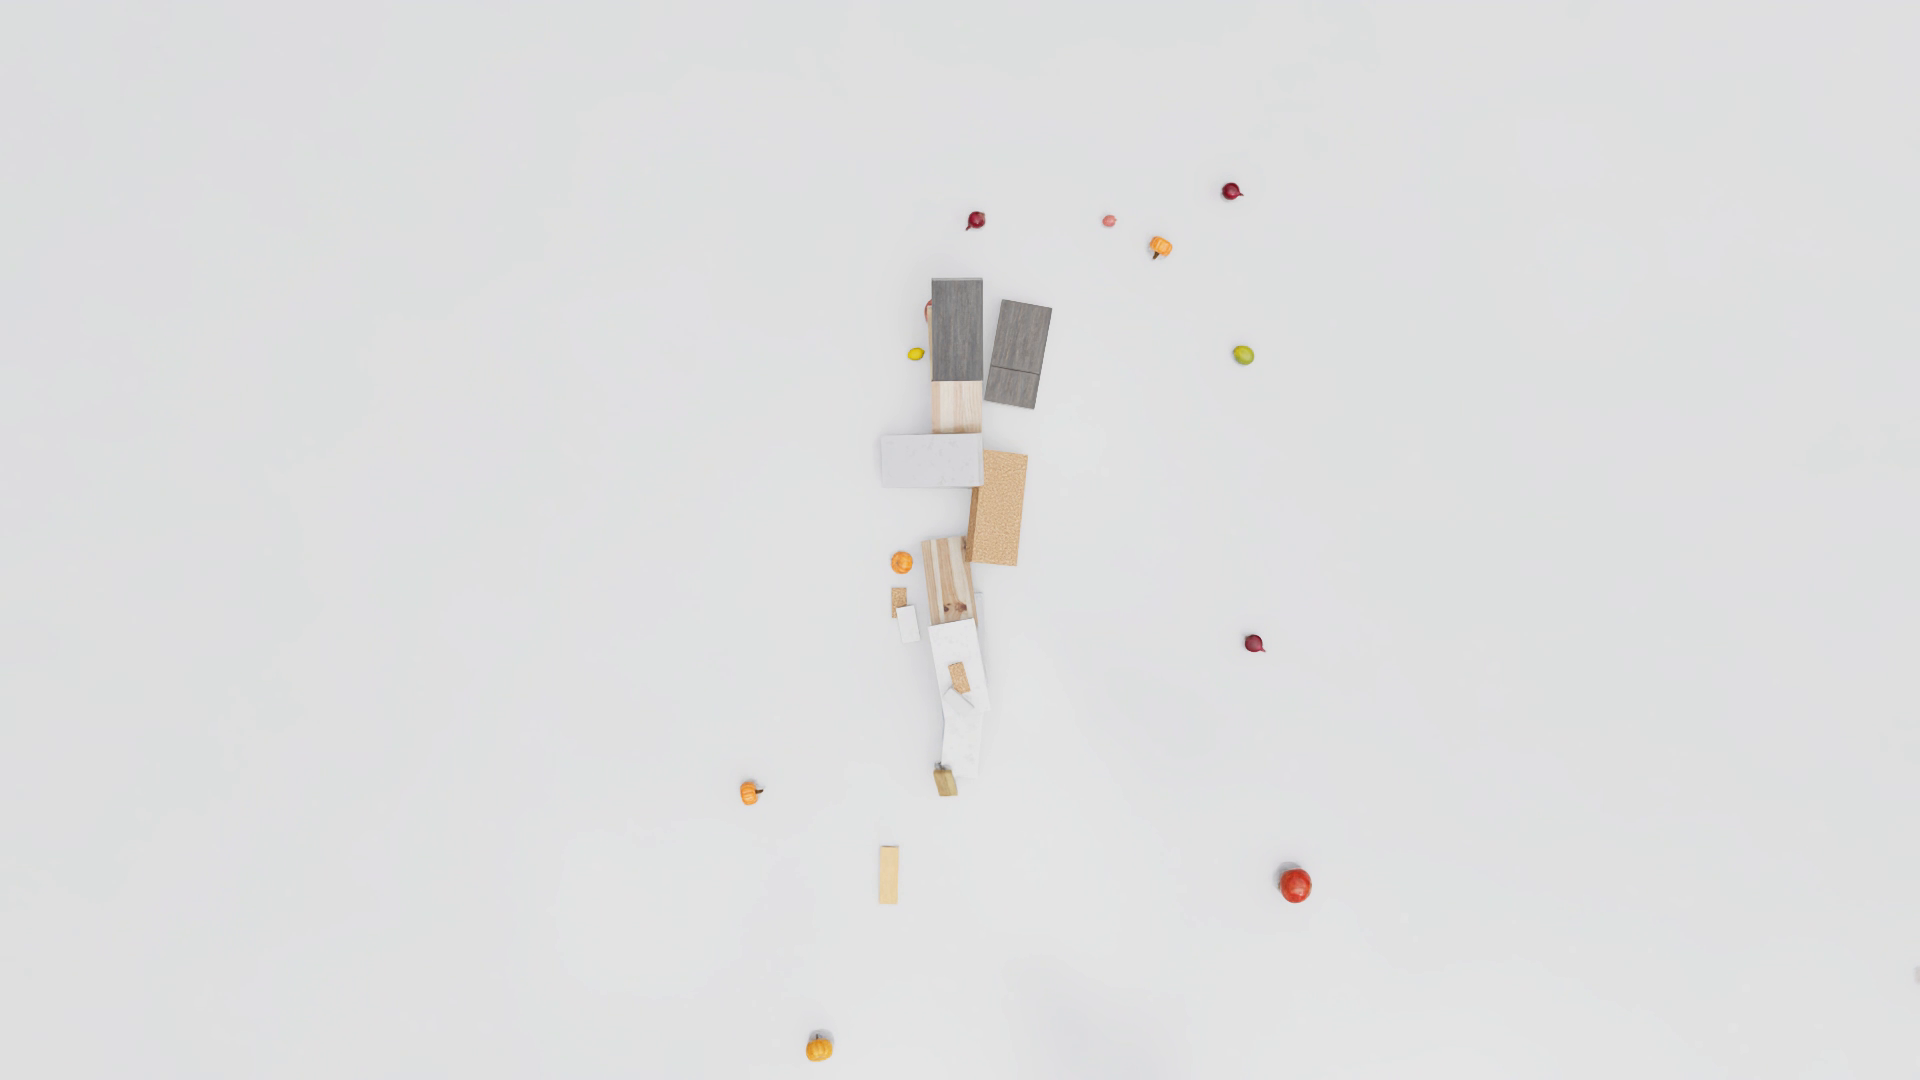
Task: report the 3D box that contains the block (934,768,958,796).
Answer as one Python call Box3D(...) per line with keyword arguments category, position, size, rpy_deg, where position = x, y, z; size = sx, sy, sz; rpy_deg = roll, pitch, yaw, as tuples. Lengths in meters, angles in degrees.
Box3D(category="block", position=(-0.047, 0.802, 5.448), size=(0.061, 0.017, 0.122), rpy_deg=(-4, 133, 10))

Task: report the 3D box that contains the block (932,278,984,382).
Box3D(category="block", position=(-0.008, -0.682, 5.346), size=(0.165, 0.047, 0.330), rpy_deg=(-1, 110, -1))

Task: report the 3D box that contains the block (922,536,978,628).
Box3D(category="block", position=(-0.035, 0.145, 5.432), size=(0.152, 0.043, 0.303), rpy_deg=(-7, 74, -1))

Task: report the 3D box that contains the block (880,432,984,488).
Box3D(category="block", position=(-0.091, -0.262, 5.404), size=(0.340, 0.048, 0.170), rpy_deg=(0, 97, 22))

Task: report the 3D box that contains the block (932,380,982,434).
Box3D(category="block", position=(-0.009, -0.362, 5.440), size=(0.165, 0.047, 0.330), rpy_deg=(-1, 103, 0))

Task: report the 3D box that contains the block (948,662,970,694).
Box3D(category="block", position=(-0.002, 0.447, 5.321), size=(0.049, 0.014, 0.099), rpy_deg=(-16, 91, 0))

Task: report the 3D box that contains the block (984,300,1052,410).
Box3D(category="block", position=(0.193, -0.615, 5.476), size=(0.170, 0.048, 0.340), rpy_deg=(10, 90, 0))

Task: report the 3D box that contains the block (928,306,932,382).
Box3D(category="block", position=(-0.017, -0.607, 5.423), size=(0.165, 0.047, 0.330), rpy_deg=(-3, 110, 0))

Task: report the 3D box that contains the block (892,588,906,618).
Box3D(category="block", position=(-0.202, 0.210, 5.493), size=(0.050, 0.014, 0.099), rpy_deg=(-1, 90, 0))

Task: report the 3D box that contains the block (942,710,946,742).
Box3D(category="block", position=(0.002, 0.544, 5.483), size=(0.122, 0.035, 0.245), rpy_deg=(0, 90, 0))

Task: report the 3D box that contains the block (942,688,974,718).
Box3D(category="block", position=(-0.006, 0.523, 5.314), size=(0.099, 0.014, 0.050), rpy_deg=(41, 115, -1))

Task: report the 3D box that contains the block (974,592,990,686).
Box3D(category="block", position=(0.011, 0.332, 5.429), size=(0.152, 0.043, 0.303), rpy_deg=(-3, 76, 0))

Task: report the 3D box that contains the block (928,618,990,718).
Box3D(category="block", position=(-0.002, 0.415, 5.349), size=(0.152, 0.043, 0.303), rpy_deg=(-10, 91, 0))

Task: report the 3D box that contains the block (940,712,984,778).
Box3D(category="block", position=(0.008, 0.657, 5.448), size=(0.122, 0.035, 0.245), rpy_deg=(6, 91, 0))

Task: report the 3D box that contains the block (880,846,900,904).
Box3D(category="block", position=(-0.236, 1.116, 5.491), size=(0.061, 0.017, 0.188), rpy_deg=(1, 90, 0))

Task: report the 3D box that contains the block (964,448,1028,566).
Box3D(category="block", position=(0.121, -0.106, 5.439), size=(0.170, 0.048, 0.371), rpy_deg=(6, 90, -28))

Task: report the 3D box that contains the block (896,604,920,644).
Box3D(category="block", position=(-0.172, 0.279, 5.481), size=(0.061, 0.017, 0.122), rpy_deg=(-11, 100, 0))
